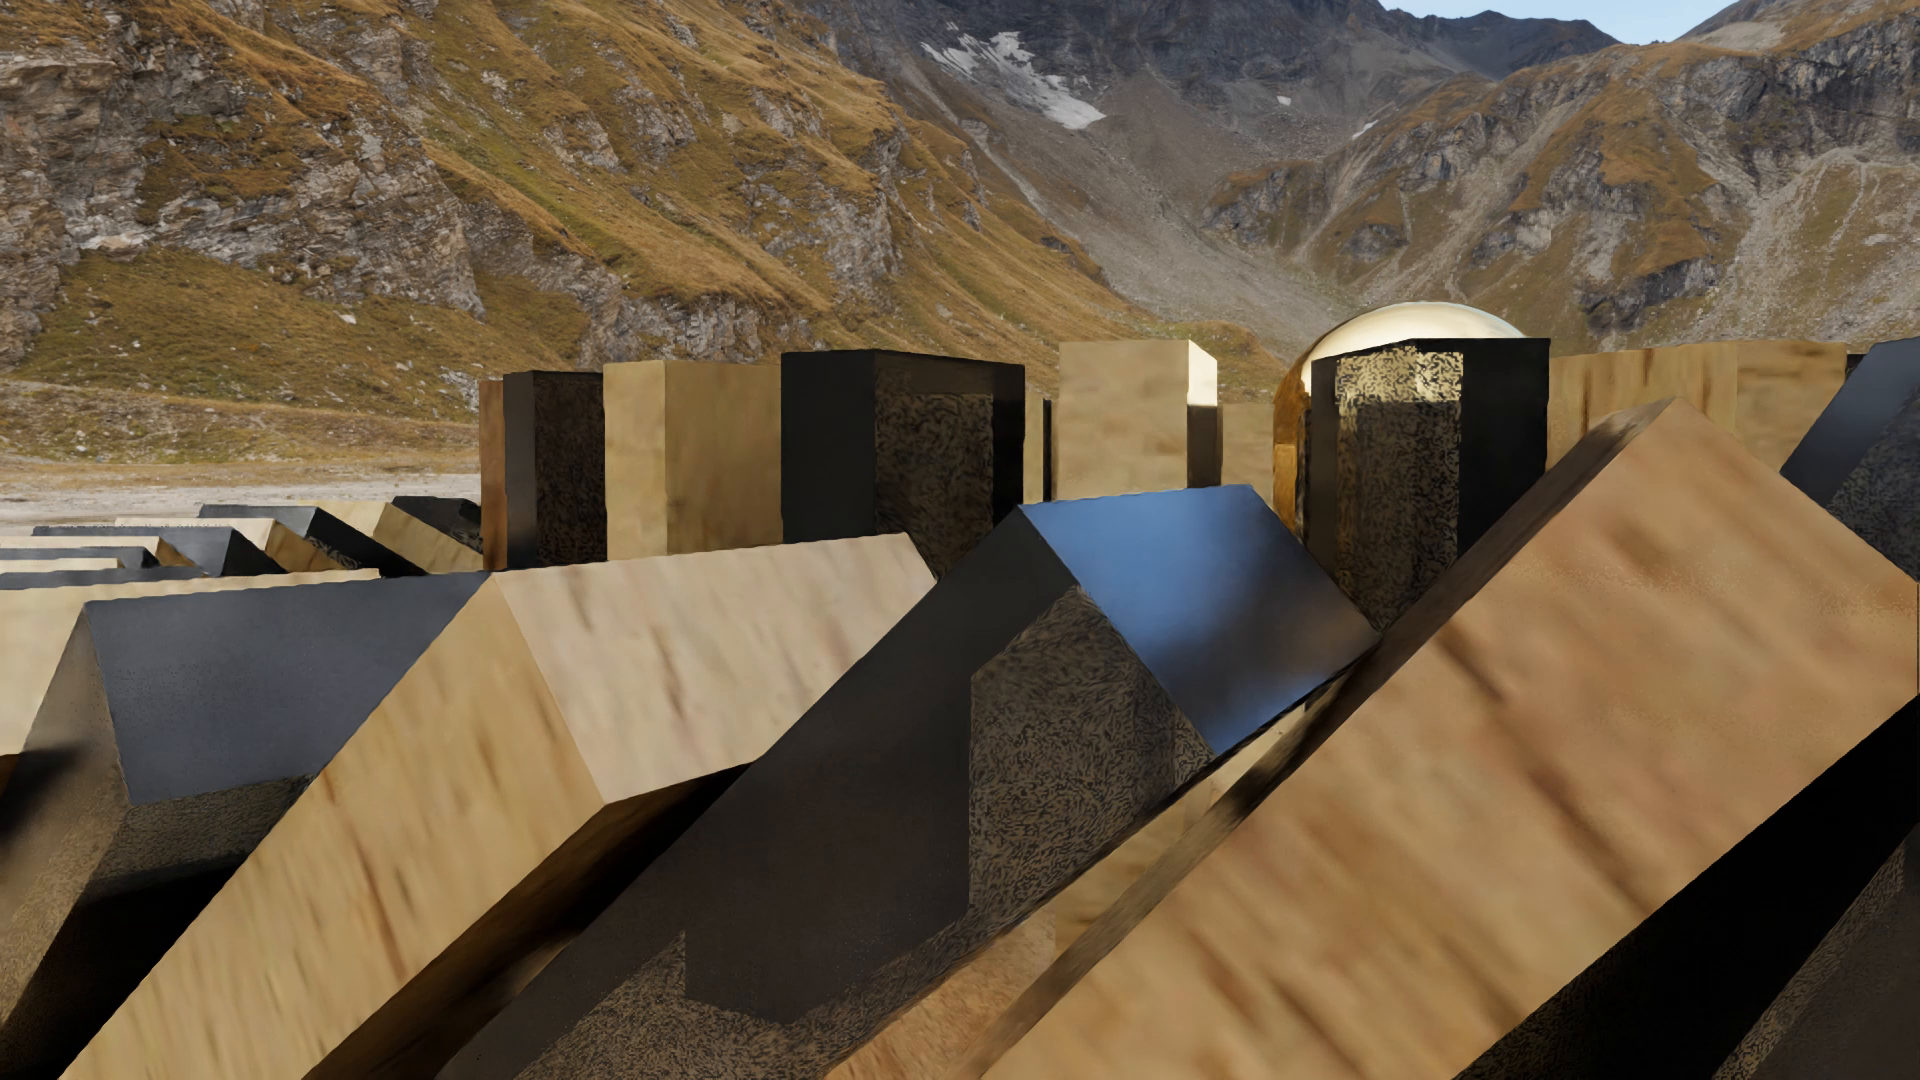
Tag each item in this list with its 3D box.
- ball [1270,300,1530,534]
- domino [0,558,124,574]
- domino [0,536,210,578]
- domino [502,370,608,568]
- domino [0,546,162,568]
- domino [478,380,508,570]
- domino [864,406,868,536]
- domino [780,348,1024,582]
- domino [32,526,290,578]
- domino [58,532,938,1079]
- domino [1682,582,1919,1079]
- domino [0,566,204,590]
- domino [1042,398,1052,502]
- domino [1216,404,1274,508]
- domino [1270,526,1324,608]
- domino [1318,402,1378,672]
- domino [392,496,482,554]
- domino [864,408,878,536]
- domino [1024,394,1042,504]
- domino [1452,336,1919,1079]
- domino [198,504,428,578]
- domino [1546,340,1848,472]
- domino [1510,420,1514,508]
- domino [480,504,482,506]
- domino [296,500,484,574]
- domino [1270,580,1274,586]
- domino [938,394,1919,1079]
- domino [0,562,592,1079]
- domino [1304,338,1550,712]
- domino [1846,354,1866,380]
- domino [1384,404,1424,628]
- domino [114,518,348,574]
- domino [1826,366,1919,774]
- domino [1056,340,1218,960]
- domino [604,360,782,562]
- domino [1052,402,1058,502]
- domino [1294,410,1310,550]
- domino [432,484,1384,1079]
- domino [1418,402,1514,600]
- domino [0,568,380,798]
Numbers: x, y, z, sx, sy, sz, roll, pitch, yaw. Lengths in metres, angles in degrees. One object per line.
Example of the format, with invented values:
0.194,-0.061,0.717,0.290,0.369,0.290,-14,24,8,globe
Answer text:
0.121,-0.023,0.341,0.080,0.080,0.080,0,4,0,ball
-0.088,0.017,0.123,0.025,0.010,0.050,-1,-25,-18,domino
-0.103,0.014,0.163,0.025,0.009,0.050,0,-24,-3,domino
-0.037,0.007,0.144,0.025,0.050,0.009,-3,5,-37,domino
-0.096,0.016,0.142,0.025,0.009,0.050,-1,-25,-13,domino
-0.047,0.005,0.163,0.025,0.050,0.010,-2,5,-20,domino
-0.031,-0.002,0.265,0.025,0.050,0.009,4,6,41,domino
-0.004,0.009,0.116,0.010,0.050,0.025,3,5,31,domino
-0.105,0.013,0.184,0.025,0.009,0.050,0,-24,-1,domino
-0.024,0.019,0.067,0.050,0.010,0.025,-41,-19,29,domino
0.049,0.014,0.053,0.010,0.050,0.025,23,3,-3,domino
-0.075,0.018,0.105,0.025,0.010,0.050,-2,-26,-29,domino
0.002,0.001,0.222,0.025,0.050,0.010,1,5,18,domino
0.055,-0.002,0.254,0.009,0.050,0.025,0,4,3,domino
0.076,-0.005,0.345,0.010,0.050,0.025,-41,-1,8,domino
0.076,-0.001,0.250,0.010,0.050,0.025,1,5,18,domino
-0.093,0.006,0.270,0.025,0.010,0.050,3,-23,37,domino
-0.016,-0.003,0.280,0.010,0.050,0.025,-4,6,-40,domino
0.000,0.002,0.201,0.025,0.050,0.010,0,4,0,domino
0.032,0.015,0.051,0.009,0.050,0.025,33,9,6,domino
-0.107,0.009,0.229,0.025,0.010,0.050,1,-24,20,domino
0.058,0.009,0.108,0.009,0.050,0.025,-1,4,-13,domino
0.125,-0.004,0.284,0.010,0.050,0.025,3,5,37,domino
-0.081,0.005,0.288,0.025,0.009,0.050,4,-22,43,domino
-0.102,0.008,0.250,0.025,0.009,0.050,2,-24,29,domino
0.063,-0.005,0.348,0.009,0.050,0.025,-41,-1,8,domino
0.012,0.017,0.053,0.010,0.050,0.025,44,18,14,domino
-0.042,0.019,0.077,0.025,0.010,0.050,-5,-28,-48,domino
0.037,0.010,0.105,0.010,0.050,0.025,0,4,-1,domino
0.079,0.009,0.114,0.010,0.050,0.025,-2,5,-25,domino
0.104,-0.005,0.293,0.009,0.050,0.025,1,9,14,domino
-0.108,0.011,0.206,0.025,0.010,0.050,1,-24,8,domino
0.096,0.008,0.127,0.010,0.050,0.025,-4,6,-45,domino
0.015,0.009,0.107,0.010,0.050,0.025,1,4,16,domino
-0.022,0.008,0.129,0.010,0.050,0.025,4,6,41,domino
0.015,0.000,0.239,0.010,0.050,0.025,-4,6,-41,domino
0.085,-0.005,0.302,0.010,0.050,0.025,1,4,10,domino
-0.006,0.018,0.059,0.050,0.010,0.025,-45,-17,24,domino
0.095,-0.001,0.241,0.010,0.050,0.025,3,5,36,domino
-0.059,0.019,0.090,0.025,0.010,0.050,-4,-26,-41,domino
